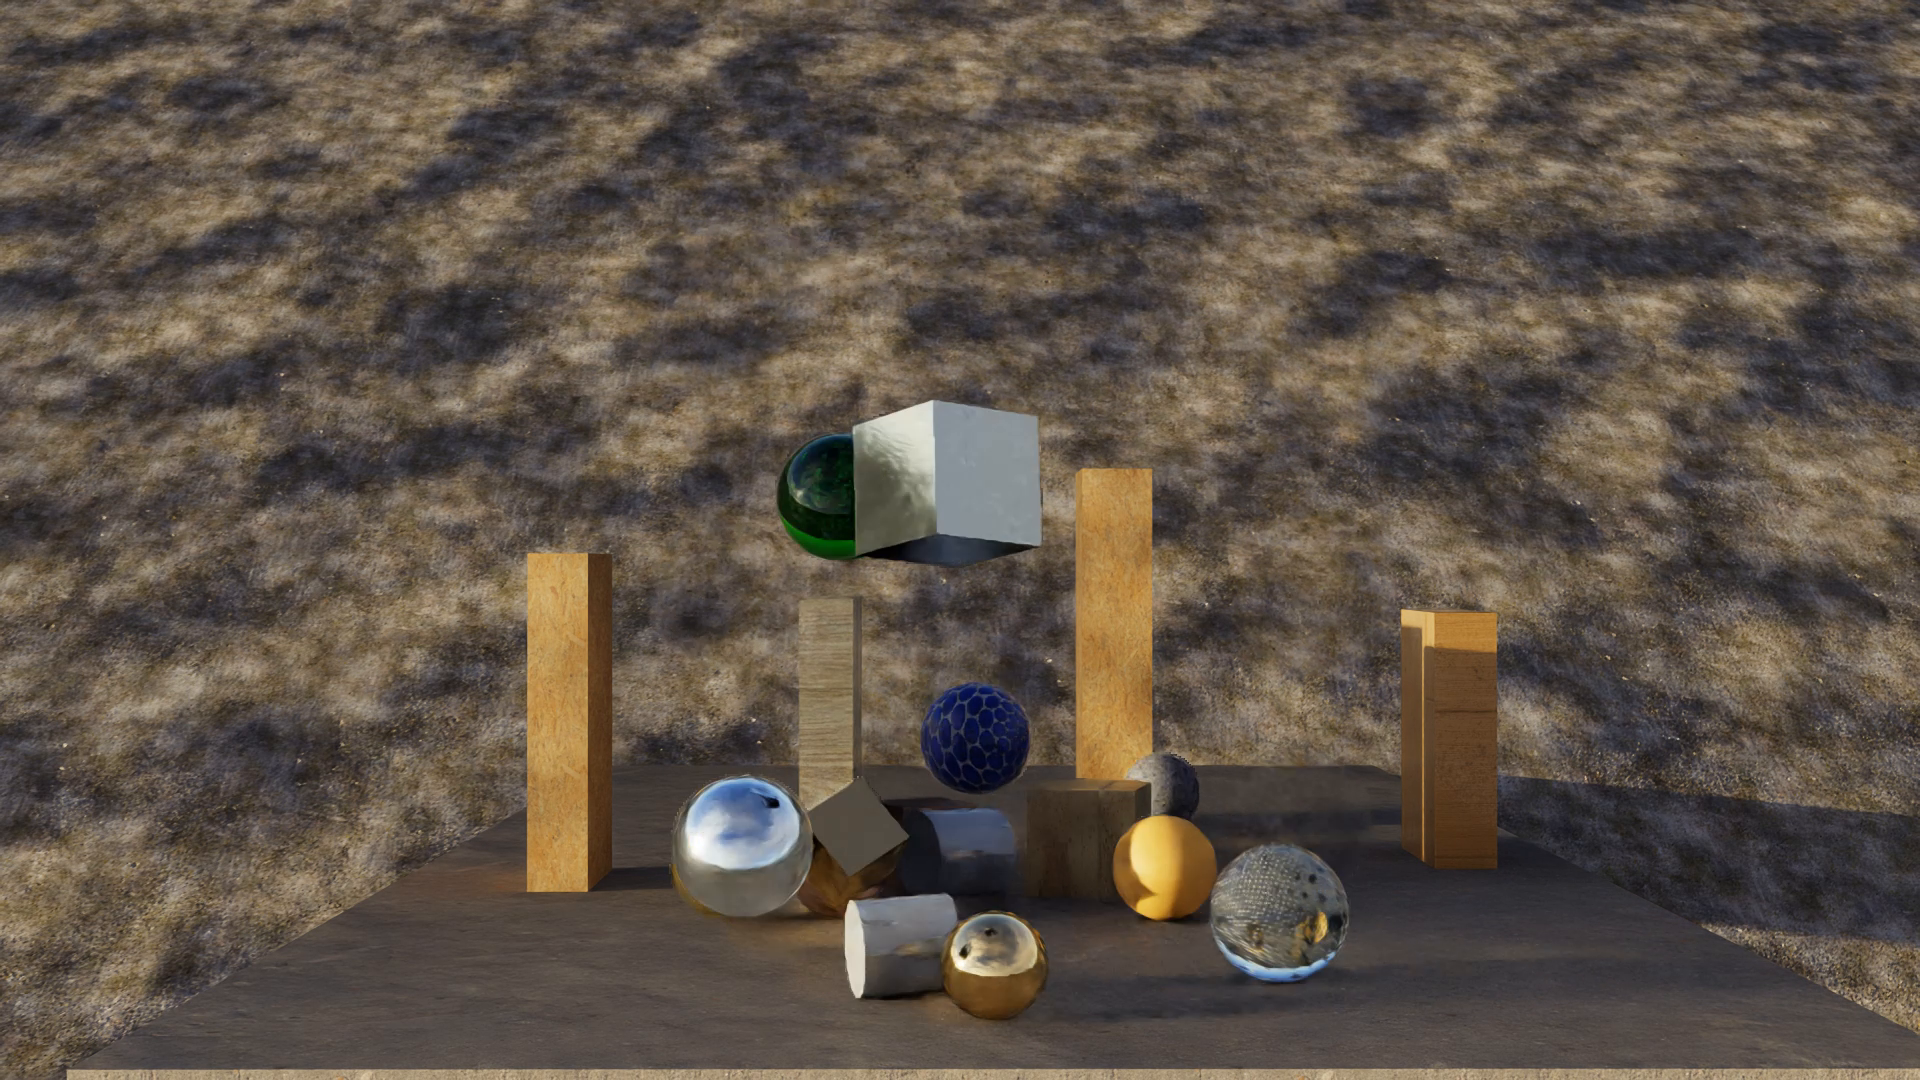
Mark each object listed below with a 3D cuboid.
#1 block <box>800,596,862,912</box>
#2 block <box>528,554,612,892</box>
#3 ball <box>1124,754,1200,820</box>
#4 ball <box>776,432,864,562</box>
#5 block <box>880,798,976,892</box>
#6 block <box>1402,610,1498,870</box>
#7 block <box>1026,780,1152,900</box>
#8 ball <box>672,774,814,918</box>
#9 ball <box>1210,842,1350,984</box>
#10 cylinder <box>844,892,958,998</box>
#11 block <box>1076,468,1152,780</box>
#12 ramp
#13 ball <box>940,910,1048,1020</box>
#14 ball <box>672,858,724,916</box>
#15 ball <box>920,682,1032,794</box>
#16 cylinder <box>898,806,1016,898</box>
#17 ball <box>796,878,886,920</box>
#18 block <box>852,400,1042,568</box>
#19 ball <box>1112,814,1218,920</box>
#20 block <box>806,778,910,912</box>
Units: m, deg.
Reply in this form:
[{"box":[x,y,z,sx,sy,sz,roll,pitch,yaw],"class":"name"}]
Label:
[{"box":[-0.201,0.326,4.068,0.081,0.471,0.339,0,0,0],"class":"block"},{"box":[-0.644,0.293,4.291,0.097,0.541,0.292,0,0,0],"class":"block"},{"box":[0.384,0.486,4.969,0.151,0.151,0.151,0,31,0],"class":"ball"},{"box":[-0.137,-0.050,2.978,0.149,0.149,0.149,0,31,0],"class":"ball"},{"box":[-0.065,0.496,4.233,0.134,0.134,0.134,0,-1,-30],"class":"block"},{"box":[0.867,0.346,4.609,0.107,0.439,0.333,0,0,0],"class":"block"},{"box":[0.208,0.476,4.134,0.171,0.171,0.171,0,0,13],"class":"block"},{"box":[-0.239,0.338,2.861,0.156,0.156,0.156,0,31,0],"class":"ball"},{"box":[0.400,0.468,3.247,0.175,0.175,0.175,0,31,0],"class":"ball"},{"box":[-0.070,0.493,3.147,0.118,0.118,0.118,-2,31,-14],"class":"cylinder"},{"box":[0.306,0.216,5.180,0.137,0.708,0.267,0,0,0],"class":"block"},{"box":[0.070,0.617,4.694,2.000,0.100,4.000,0,0,0],"class":"ramp"},{"box":[0.040,0.490,2.985,0.126,0.126,0.126,0,31,0],"class":"ball"},{"box":[-0.353,0.482,3.803,0.139,0.139,0.139,0,31,0],"class":"ball"},{"box":[0.029,0.355,4.641,0.202,0.202,0.202,0,31,0],"class":"ball"},{"box":[-0.006,0.493,4.082,0.138,0.138,0.138,0,27,-31],"class":"cylinder"},{"box":[-0.180,0.487,3.825,0.145,0.145,0.145,0,31,0],"class":"ball"},{"box":[-0.015,-0.060,2.885,0.147,0.147,0.147,7,-14,-38],"class":"block"},{"box":[0.301,0.482,3.812,0.155,0.155,0.155,0,31,0],"class":"ball"},{"box":[-0.161,0.437,3.704,0.113,0.113,0.113,-31,69,-31],"class":"block"}]
